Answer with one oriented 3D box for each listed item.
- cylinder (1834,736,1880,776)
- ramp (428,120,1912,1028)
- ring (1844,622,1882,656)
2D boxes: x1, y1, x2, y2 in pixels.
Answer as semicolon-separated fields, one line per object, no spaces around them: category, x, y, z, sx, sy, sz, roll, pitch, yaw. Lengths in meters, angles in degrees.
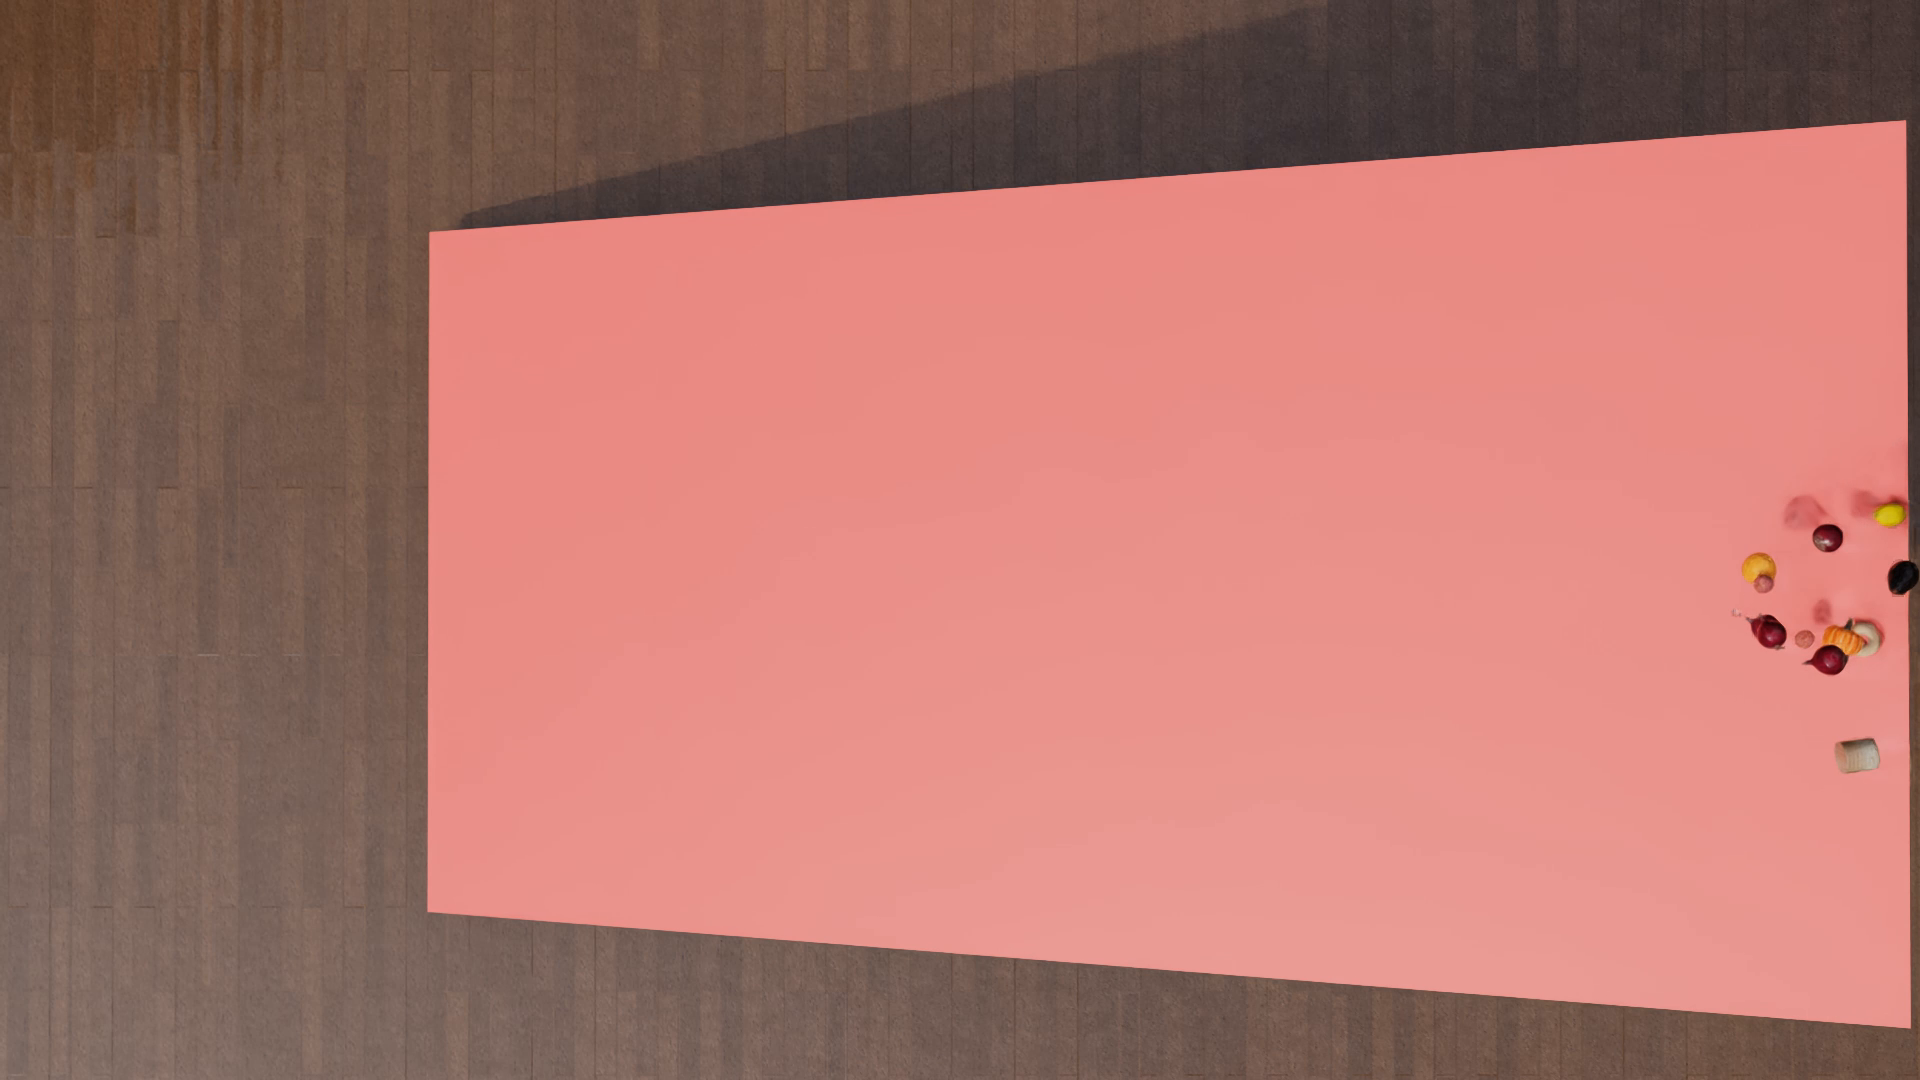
cylinder;1.643;0.395;4.028;0.059;0.059;0.059;-21;89;21
ramp;0.283;0.083;5.704;4.000;0.100;2.000;0;89;24
ring;1.998;0.220;4.866;0.077;0.026;0.077;-4;82;27
